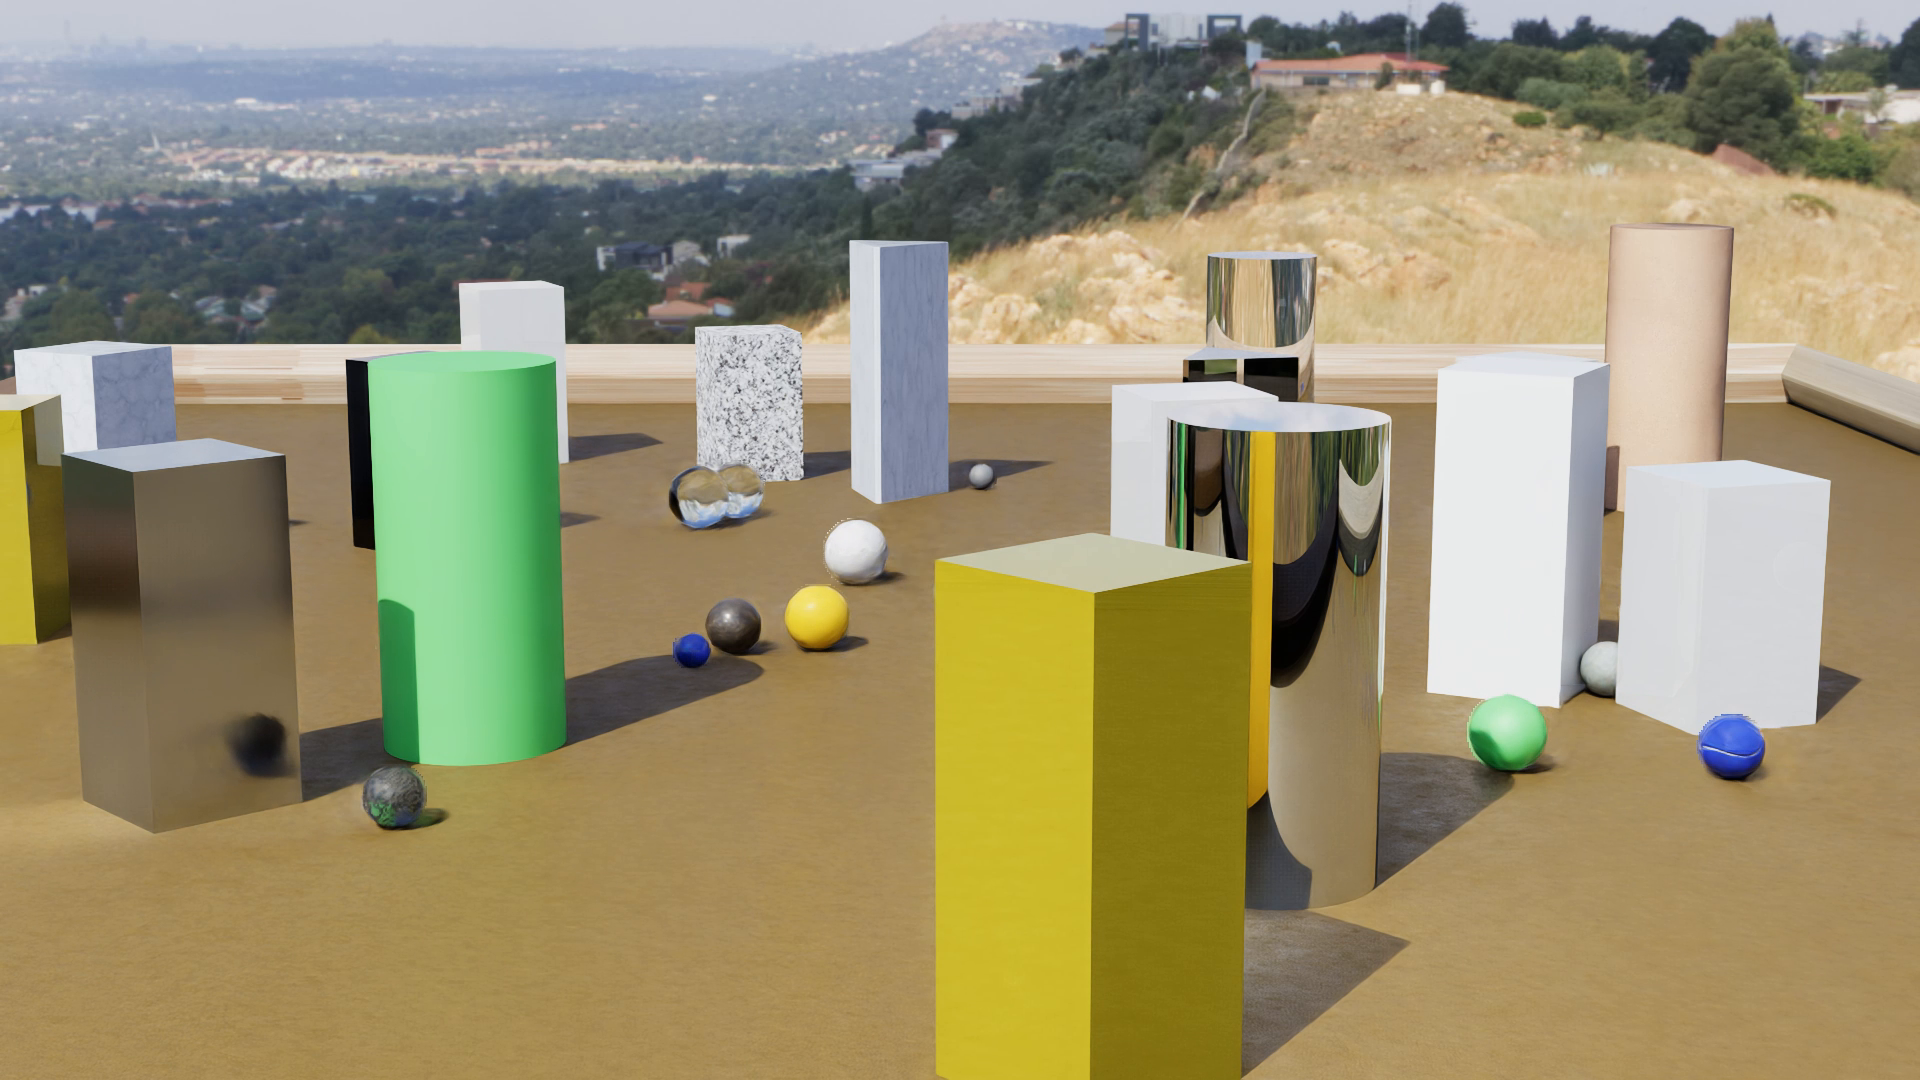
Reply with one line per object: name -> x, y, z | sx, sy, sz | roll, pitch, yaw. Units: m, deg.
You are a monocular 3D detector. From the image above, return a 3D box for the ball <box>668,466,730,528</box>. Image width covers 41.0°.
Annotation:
ball -> -0.415, -0.068, 4.081 | 0.098, 0.098, 0.098 | 0, 11, 0

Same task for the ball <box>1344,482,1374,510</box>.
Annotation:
ball -> 0.660, -0.072, 4.242 | 0.046, 0.046, 0.046 | 0, 11, 0

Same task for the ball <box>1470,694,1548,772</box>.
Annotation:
ball -> 0.572, 0.201, 2.677 | 0.080, 0.080, 0.080 | 0, 11, 0

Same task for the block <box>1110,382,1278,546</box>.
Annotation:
block -> 0.285, -0.017, 3.156 | 0.157, 0.335, 0.157 | -3, 11, -15

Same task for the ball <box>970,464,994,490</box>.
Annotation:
ball -> 0.038, -0.110, 4.453 | 0.045, 0.045, 0.045 | 0, 11, 0

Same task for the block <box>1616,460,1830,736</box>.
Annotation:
block -> 0.858, 0.061, 2.894 | 0.157, 0.276, 0.157 | -4, 11, -18

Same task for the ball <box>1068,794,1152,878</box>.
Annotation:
ball -> 0.136, 0.268, 2.326 | 0.075, 0.075, 0.075 | 0, 11, 0

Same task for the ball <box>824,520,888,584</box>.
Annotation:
ball -> -0.147, 0.017, 3.638 | 0.091, 0.091, 0.091 | 0, 11, 0

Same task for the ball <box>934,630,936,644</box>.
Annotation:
ball -> 0.005, 0.119, 3.139 | 0.073, 0.073, 0.073 | 0, 11, 0

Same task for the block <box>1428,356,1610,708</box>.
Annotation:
block -> 0.656, -0.014, 3.012 | 0.157, 0.381, 0.157 | 6, 12, 28

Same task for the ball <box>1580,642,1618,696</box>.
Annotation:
ball -> 0.756, 0.150, 2.995 | 0.064, 0.064, 0.064 | 0, 11, 0

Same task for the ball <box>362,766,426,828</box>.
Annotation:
ball -> -0.548, 0.248, 2.480 | 0.060, 0.060, 0.060 | 0, 11, 0

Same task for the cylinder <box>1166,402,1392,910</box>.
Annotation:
cylinder -> 0.280, 0.098, 2.297 | 0.196, 0.421, 0.196 | 0, 11, 0

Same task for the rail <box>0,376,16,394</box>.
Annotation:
rail -> -1.809, 0.035, 3.439 | 0.045, 0.128, 4.332 | 0, 11, 0

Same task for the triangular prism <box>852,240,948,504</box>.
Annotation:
triangular prism -> -0.132, -0.293, 4.384 | 0.147, 0.429, 0.170 | 10, 14, 43

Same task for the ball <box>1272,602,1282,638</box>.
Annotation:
ball -> 0.377, 0.101, 3.263 | 0.063, 0.063, 0.063 | 0, 11, 0

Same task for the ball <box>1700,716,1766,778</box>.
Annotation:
ball -> 0.797, 0.214, 2.649 | 0.065, 0.065, 0.065 | 0, 11, 0

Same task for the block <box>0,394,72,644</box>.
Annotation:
block -> -1.256, -0.029, 3.313 | 0.157, 0.300, 0.157 | 0, 11, -1

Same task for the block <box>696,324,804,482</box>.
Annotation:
block -> -0.377, -0.245, 4.584 | 0.157, 0.262, 0.157 | -3, 11, -18

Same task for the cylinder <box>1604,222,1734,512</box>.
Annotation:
cylinder -> 1.169, -0.287, 4.256 | 0.196, 0.464, 0.196 | 0, 11, 0

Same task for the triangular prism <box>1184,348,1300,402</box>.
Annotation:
triangular prism -> 0.379, -0.110, 3.697 | 0.170, 0.321, 0.147 | -3, 11, -13

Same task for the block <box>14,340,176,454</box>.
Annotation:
block -> -1.289, -0.132, 3.843 | 0.157, 0.311, 0.157 | 6, 12, 27

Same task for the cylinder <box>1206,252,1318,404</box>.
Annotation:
cylinder -> 0.541, -0.318, 4.625 | 0.196, 0.390, 0.196 | 0, 11, 0

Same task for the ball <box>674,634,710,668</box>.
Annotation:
ball -> -0.327, 0.135, 3.134 | 0.043, 0.043, 0.043 | 0, 11, 0

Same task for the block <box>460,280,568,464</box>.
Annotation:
block -> -0.829, -0.310, 4.765 | 0.157, 0.325, 0.157 | -5, 11, -23

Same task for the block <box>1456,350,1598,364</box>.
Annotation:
block -> 0.904, -0.160, 4.119 | 0.157, 0.265, 0.157 | -8, 13, -35

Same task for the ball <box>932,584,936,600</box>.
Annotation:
ball -> -0.012, 0.070, 3.468 | 0.049, 0.049, 0.049 | 0, 11, 0

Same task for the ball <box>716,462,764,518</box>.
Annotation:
ball -> -0.364, -0.080, 4.167 | 0.090, 0.090, 0.090 | 0, 11, 0

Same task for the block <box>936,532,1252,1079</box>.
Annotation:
block -> 0.093, 0.203, 1.836 | 0.157, 0.383, 0.157 | -9, 14, -42

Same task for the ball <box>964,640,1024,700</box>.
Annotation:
ball -> 0.040, 0.151, 2.980 | 0.069, 0.069, 0.069 | 0, 11, 0

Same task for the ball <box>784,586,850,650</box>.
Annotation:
ball -> -0.179, 0.098, 3.229 | 0.082, 0.082, 0.082 | 0, 11, 0

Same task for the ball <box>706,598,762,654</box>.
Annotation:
ball -> -0.283, 0.107, 3.212 | 0.070, 0.070, 0.070 | 0, 11, 0

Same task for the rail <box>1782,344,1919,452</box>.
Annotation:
rail -> 1.809, 0.031, 3.459 | 0.045, 0.128, 4.332 | 0, 11, 0

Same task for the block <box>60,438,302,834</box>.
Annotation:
block -> -0.769, 0.089, 2.537 | 0.157, 0.351, 0.157 | -10, 14, -42

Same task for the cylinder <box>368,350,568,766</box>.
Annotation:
cylinder -> -0.528, 0.015, 2.759 | 0.196, 0.416, 0.196 | 0, 11, 0

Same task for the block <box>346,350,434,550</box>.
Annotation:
block -> -0.819, -0.134, 3.917 | 0.157, 0.288, 0.157 | 8, 13, 36

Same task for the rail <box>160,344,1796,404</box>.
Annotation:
rail -> -0.012, -0.358, 5.555 | 3.665, 0.128, 0.045 | 0, 11, 0
